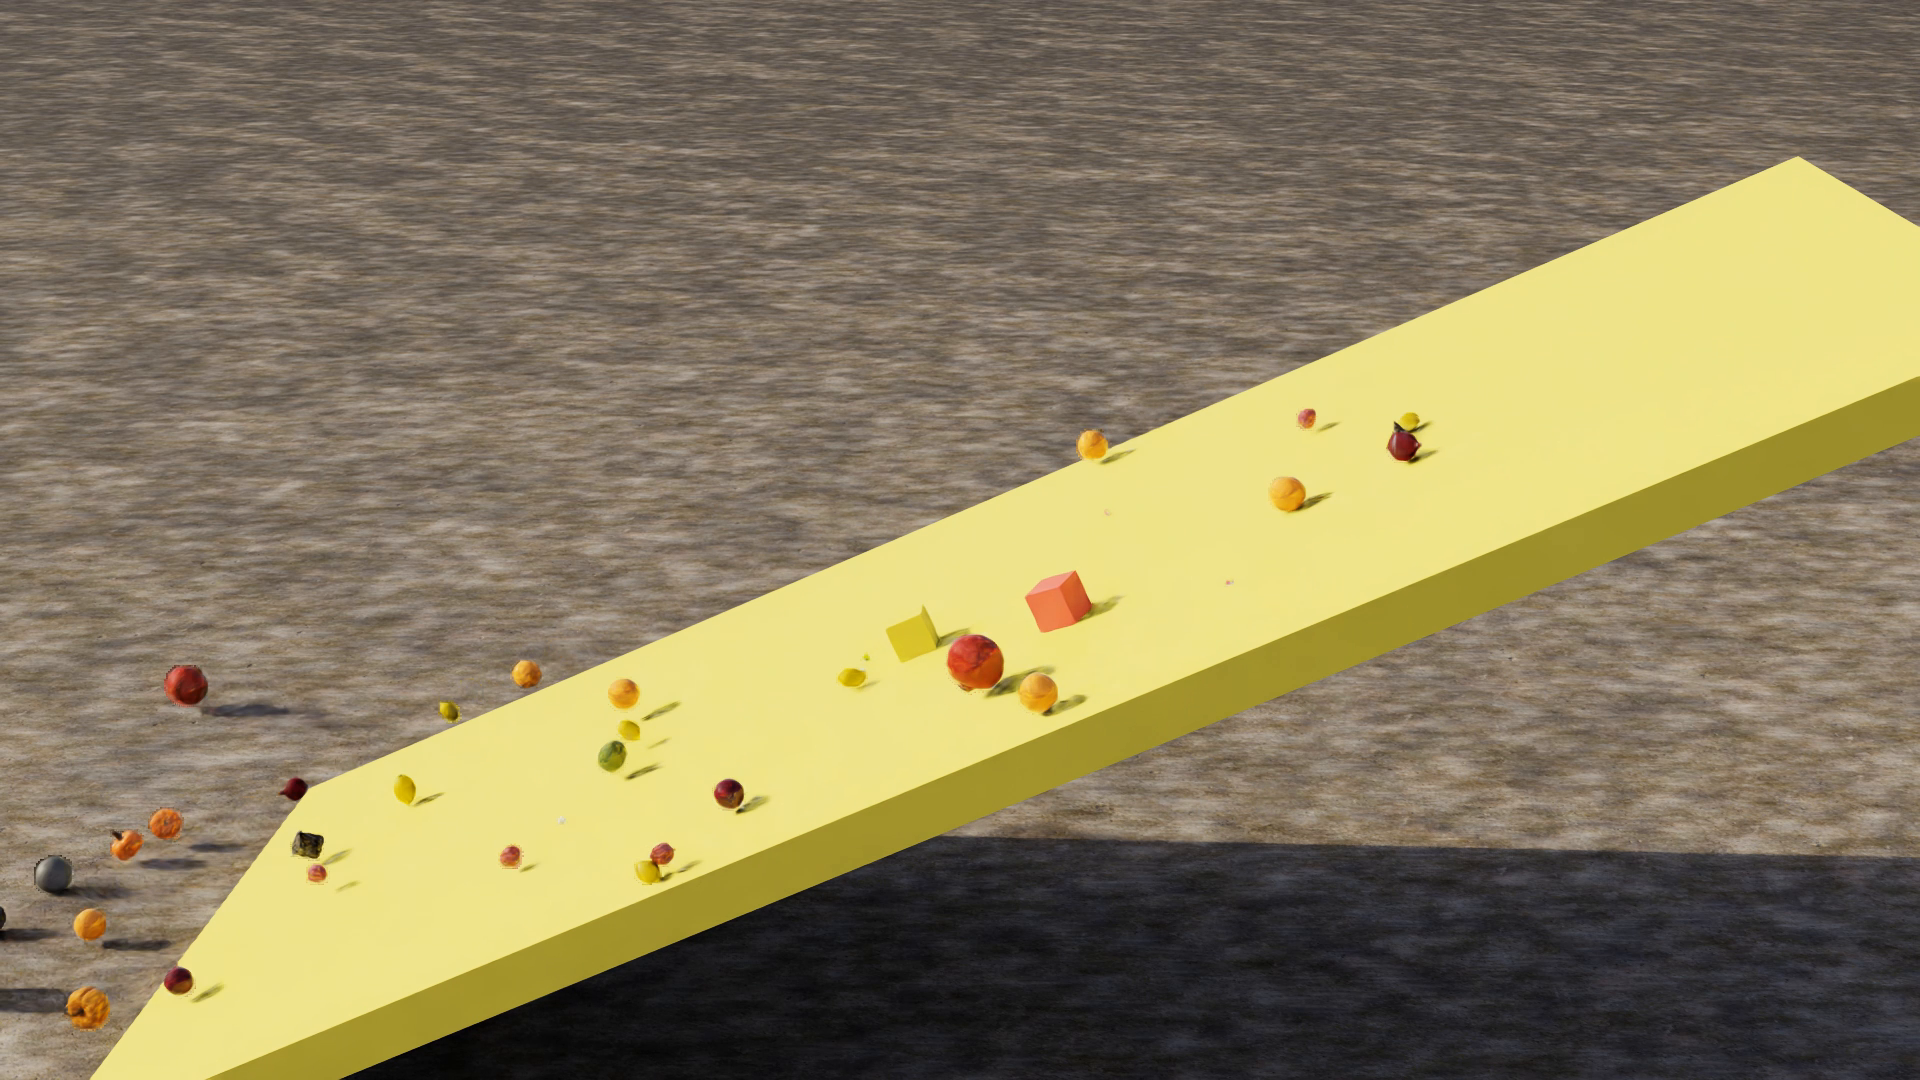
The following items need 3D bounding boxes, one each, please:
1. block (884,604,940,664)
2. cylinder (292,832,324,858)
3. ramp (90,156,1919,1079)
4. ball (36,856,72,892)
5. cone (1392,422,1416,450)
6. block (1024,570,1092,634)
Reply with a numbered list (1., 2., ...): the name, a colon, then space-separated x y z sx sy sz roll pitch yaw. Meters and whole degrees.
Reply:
1. block: -0.101 0.196 6.197 0.083 0.083 0.083 -23 13 9
2. cylinder: -1.490 0.696 6.716 0.054 0.054 0.054 15 7 -27
3. ramp: 0.132 0.170 6.284 4.000 0.100 2.000 -23 13 8
4. ball: -2.181 0.807 7.083 0.086 0.086 0.086 0 15 0
5. cone: 0.906 -0.223 6.074 0.053 0.053 0.053 -24 13 6
6. block: 0.199 0.124 5.925 0.085 0.085 0.085 -16 15 33
